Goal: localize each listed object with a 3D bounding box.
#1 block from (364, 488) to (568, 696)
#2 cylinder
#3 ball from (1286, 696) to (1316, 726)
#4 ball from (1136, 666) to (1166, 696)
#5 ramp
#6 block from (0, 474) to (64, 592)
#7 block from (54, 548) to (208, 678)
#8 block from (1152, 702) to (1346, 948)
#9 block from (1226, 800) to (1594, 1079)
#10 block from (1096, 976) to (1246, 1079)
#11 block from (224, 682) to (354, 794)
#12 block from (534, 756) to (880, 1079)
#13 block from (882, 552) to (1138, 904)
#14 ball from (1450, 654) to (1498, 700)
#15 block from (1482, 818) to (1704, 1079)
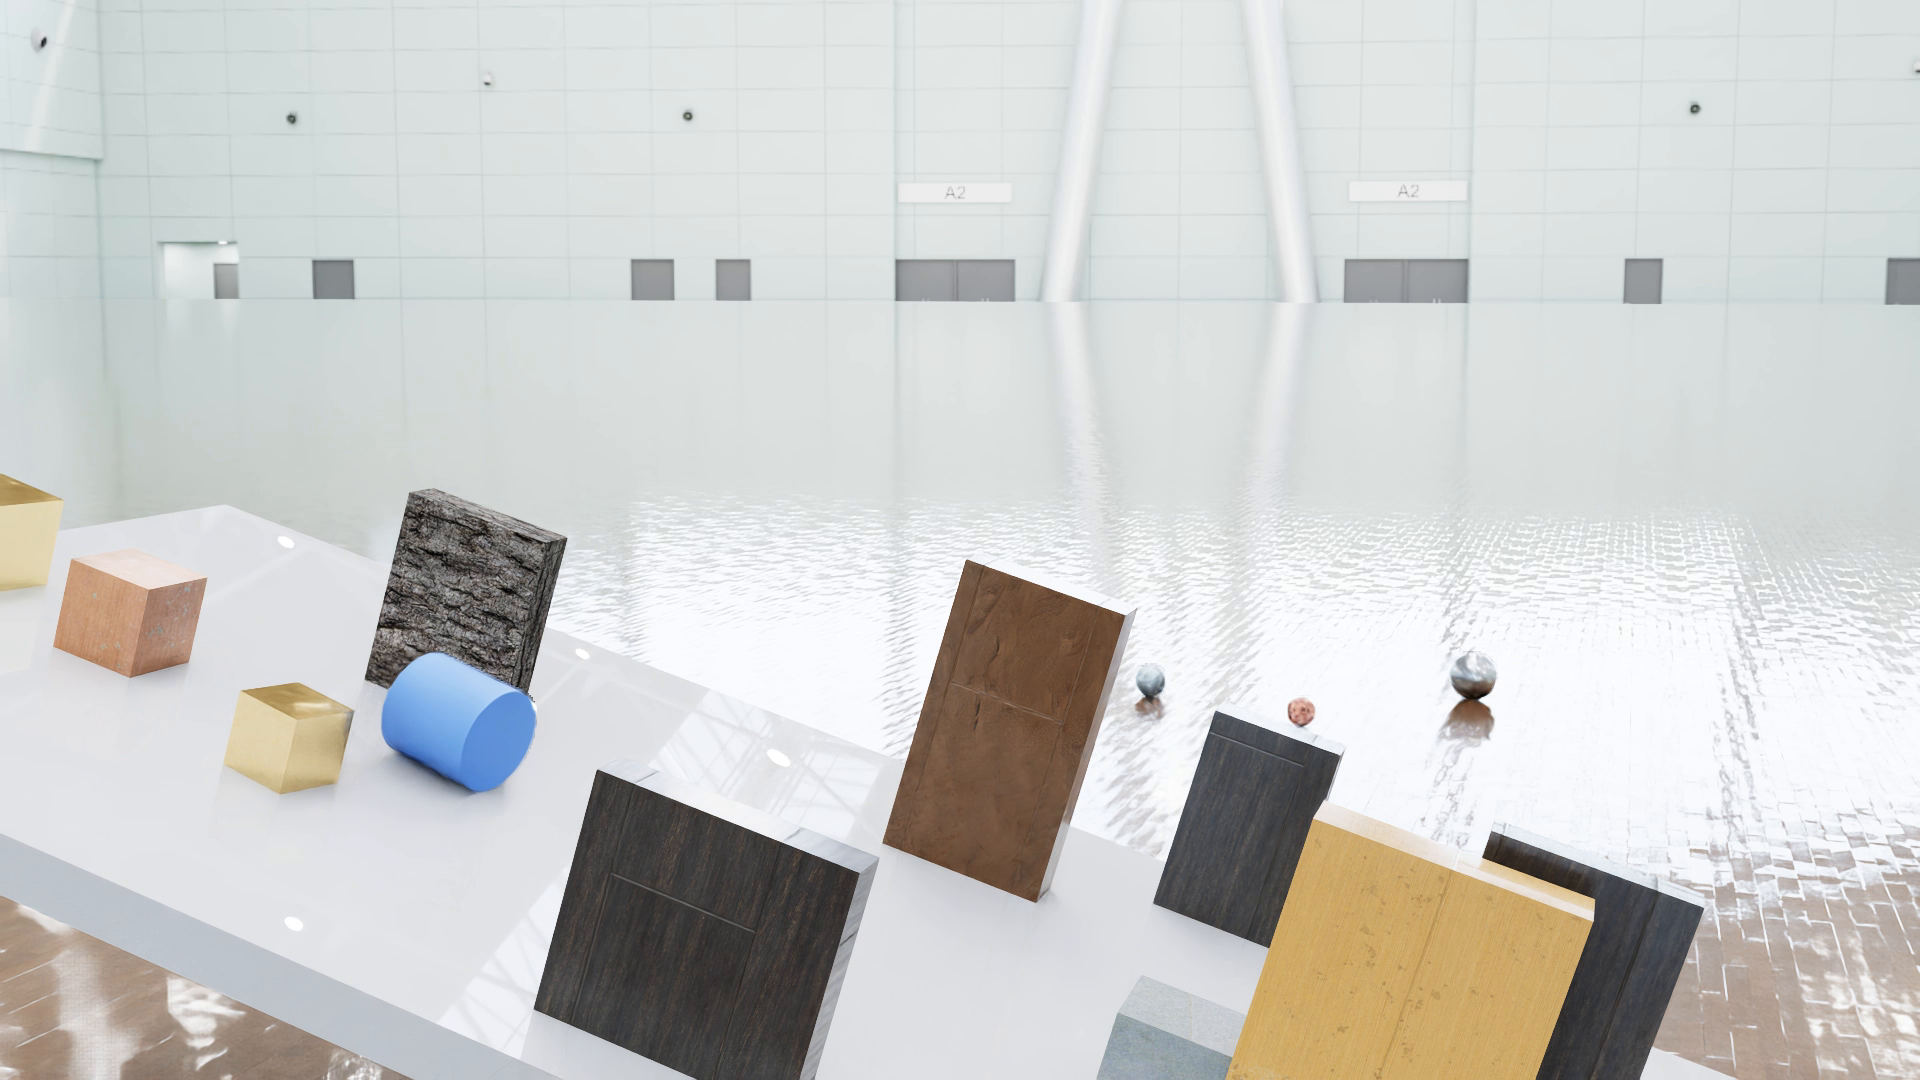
[{"bbox_3d":[-1.046,0.146,4.648,0.329,0.423,0.099,19,12,14],"label":"block"},{"bbox_3d":[-0.979,0.355,4.292,0.208,0.208,0.208,22,16,25],"label":"cylinder"},{"bbox_3d":[1.401,0.705,9.032,0.121,0.121,0.121,0,7,0],"label":"ball"},{"bbox_3d":[0.840,0.620,9.687,0.133,0.133,0.133,0,7,0],"label":"ball"},{"bbox_3d":[-0.369,0.711,4.234,4.000,0.100,2.000,19,12,14],"label":"ramp"},{"bbox_3d":[-2.042,-0.017,4.615,0.192,0.192,0.192,20,12,18],"label":"block"},{"bbox_3d":[-1.660,0.143,4.404,0.185,0.185,0.185,19,12,14],"label":"block"},{"bbox_3d":[0.619,0.609,4.704,0.277,0.450,0.104,19,12,14],"label":"block"},{"bbox_3d":[0.686,0.791,3.496,0.443,0.624,0.124,19,12,14],"label":"block"},{"bbox_3d":[0.348,0.882,3.670,0.199,0.199,0.199,19,12,13],"label":"block"},{"bbox_3d":[-1.236,0.363,4.051,0.146,0.146,0.146,22,13,25],"label":"block"},{"bbox_3d":[-0.395,0.609,3.394,0.445,0.410,0.091,19,12,14],"label":"block"},{"bbox_3d":[0.101,0.387,4.567,0.350,0.636,0.116,19,12,14],"label":"block"},{"bbox_3d":[2.240,0.596,9.598,0.204,0.204,0.204,0,7,0],"label":"ball"},{"bbox_3d":[0.933,0.826,3.598,0.344,0.656,0.082,19,12,14],"label":"block"}]
